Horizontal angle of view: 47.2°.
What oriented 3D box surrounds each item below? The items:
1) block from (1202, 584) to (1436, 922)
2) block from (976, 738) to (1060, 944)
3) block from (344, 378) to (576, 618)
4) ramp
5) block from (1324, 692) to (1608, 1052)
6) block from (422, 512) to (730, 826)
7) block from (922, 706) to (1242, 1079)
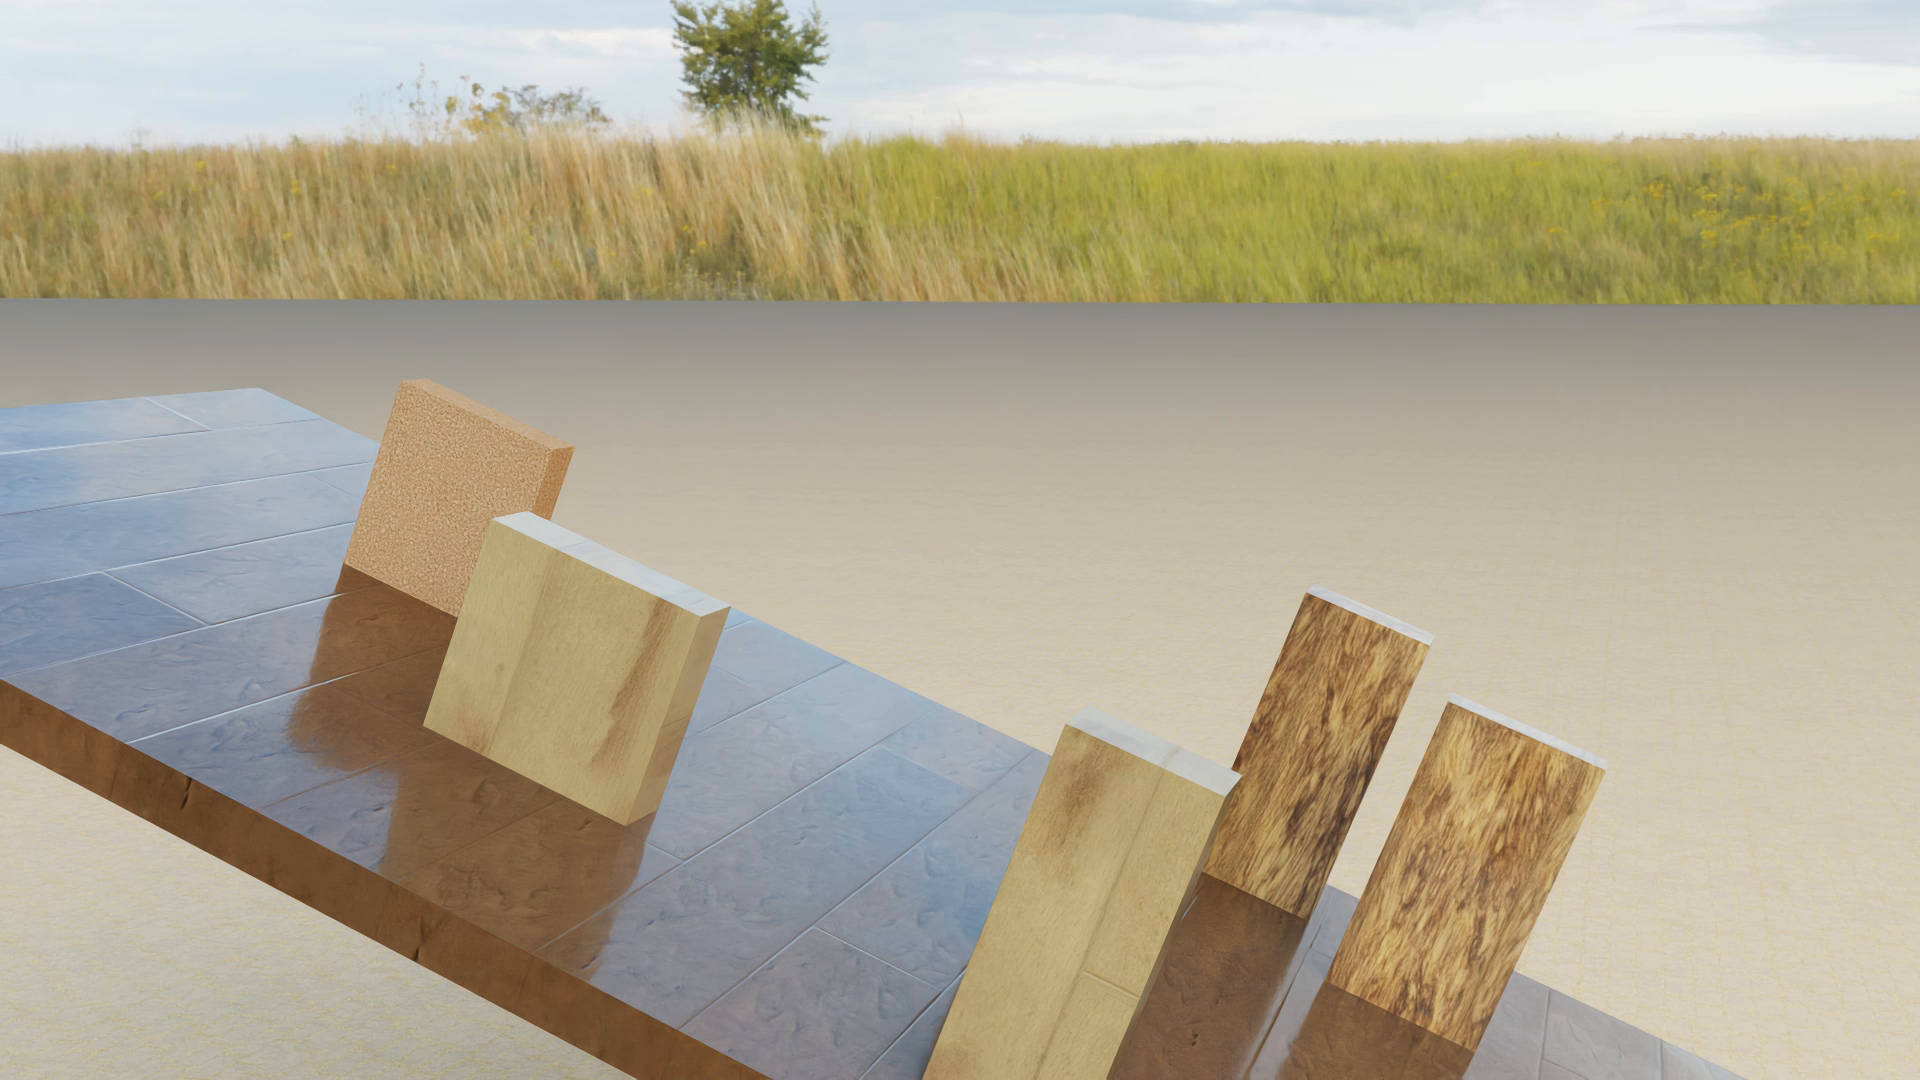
[{"bbox_3d":[0.747,0.449,4.667,0.274,0.646,0.134,24,13,13],"label":"block"},{"bbox_3d":[0.234,0.563,3.879,0.249,0.422,0.135,24,13,13],"label":"block"},{"bbox_3d":[-1.035,-0.072,4.535,0.365,0.409,0.099,24,13,13],"label":"block"},{"bbox_3d":[-0.315,0.563,4.199,4.000,0.100,2.000,24,13,13],"label":"ramp"},{"bbox_3d":[0.981,0.646,4.285,0.317,0.616,0.094,24,13,13],"label":"block"},{"bbox_3d":[-0.678,0.223,3.884,0.423,0.403,0.132,24,13,13],"label":"block"},{"bbox_3d":[0.177,0.583,3.267,0.250,0.611,0.142,24,13,13],"label":"block"}]
